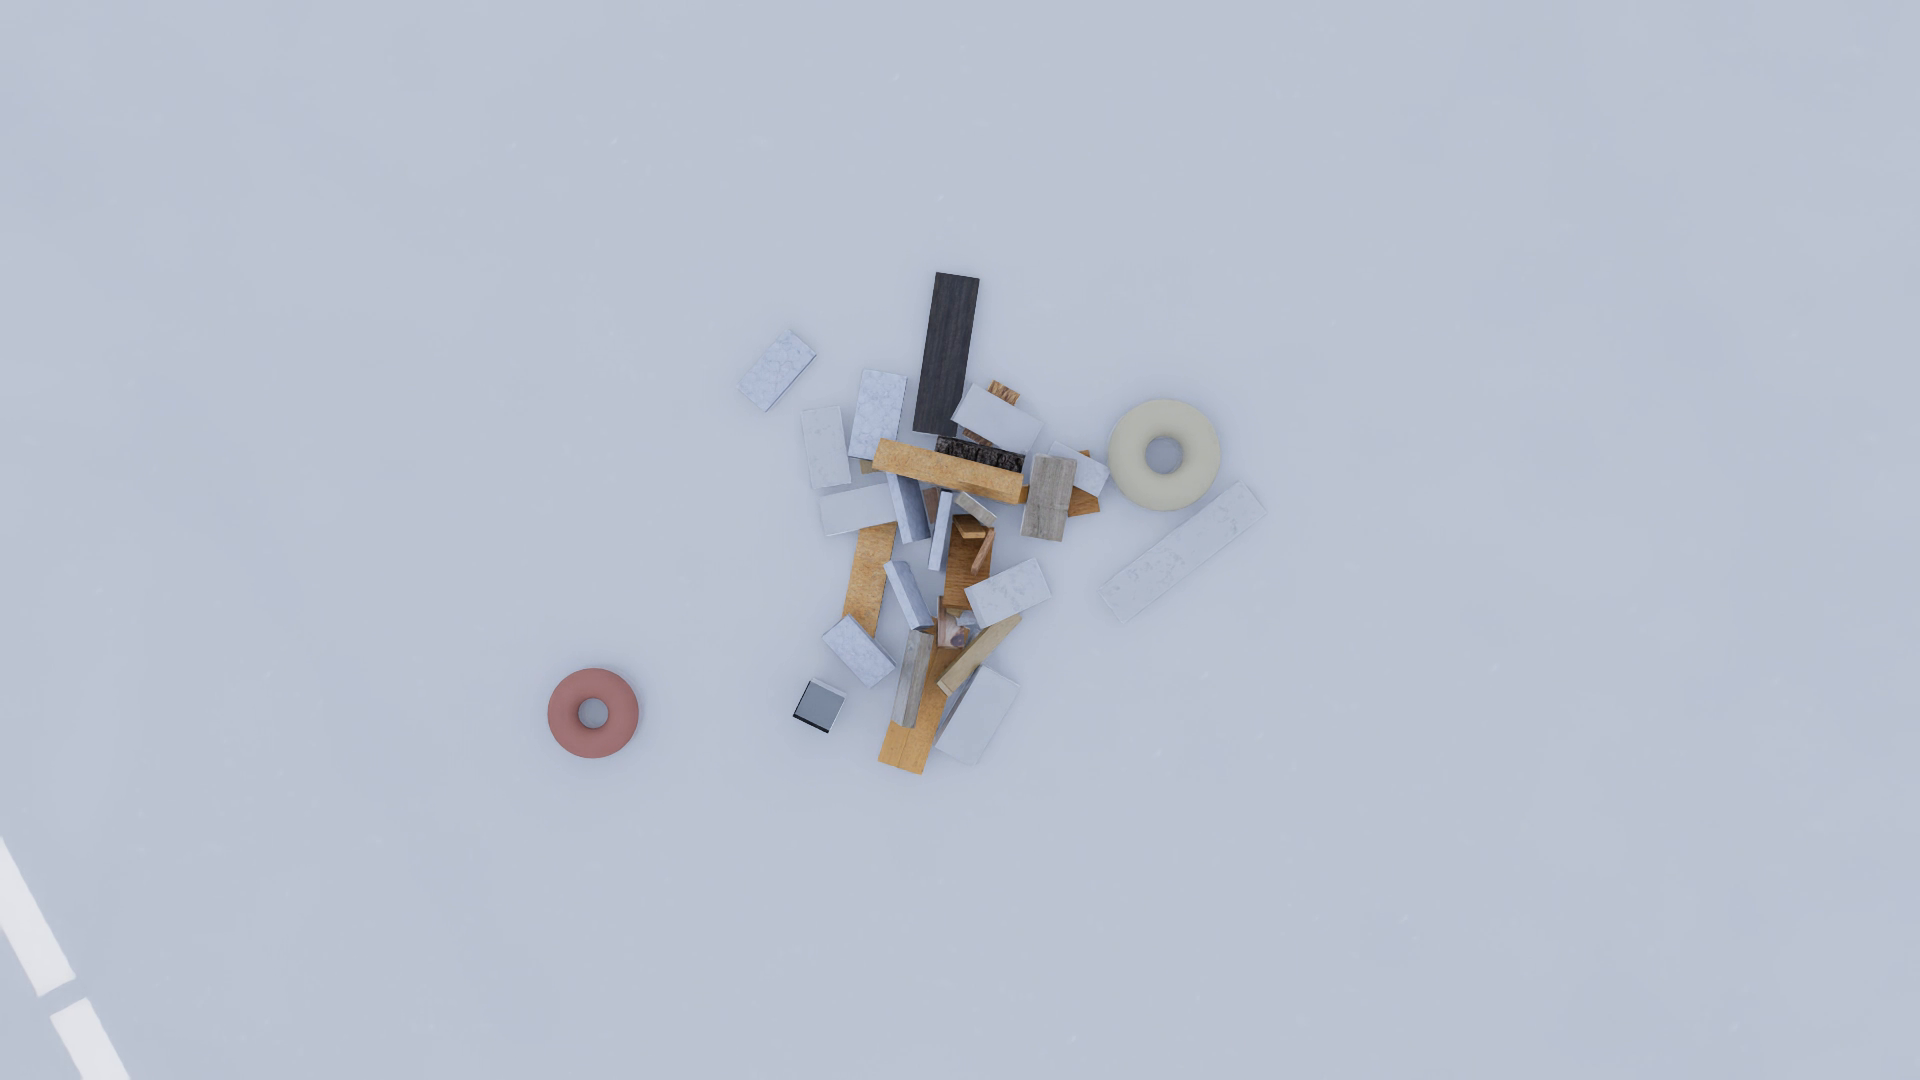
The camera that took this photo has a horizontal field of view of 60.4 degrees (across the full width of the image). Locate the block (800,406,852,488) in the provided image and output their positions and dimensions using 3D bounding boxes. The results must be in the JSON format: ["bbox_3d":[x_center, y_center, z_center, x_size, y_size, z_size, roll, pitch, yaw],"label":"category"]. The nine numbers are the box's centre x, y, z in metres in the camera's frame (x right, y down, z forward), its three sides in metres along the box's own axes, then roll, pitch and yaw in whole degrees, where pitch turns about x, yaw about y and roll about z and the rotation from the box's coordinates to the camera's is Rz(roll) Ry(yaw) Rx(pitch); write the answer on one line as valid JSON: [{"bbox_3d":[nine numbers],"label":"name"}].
[{"bbox_3d":[-0.445,-0.308,5.482,0.129,0.036,0.257,-9,90,0],"label":"block"}]

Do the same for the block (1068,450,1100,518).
[{"bbox_3d":[0.394,-0.188,5.485,0.104,0.030,0.209,-10,90,0],"label":"block"}]

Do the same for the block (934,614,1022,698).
[{"bbox_3d":[0.061,0.363,5.436,0.360,0.020,0.072,-46,120,-12],"label":"block"}]

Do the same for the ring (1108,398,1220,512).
[{"bbox_3d":[0.673,-0.280,5.439,0.373,0.124,0.373,0,91,0],"label":"ring"}]

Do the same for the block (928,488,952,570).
[{"bbox_3d":[-0.066,-0.036,5.421,0.037,0.129,0.258,10,96,-3],"label":"block"}]

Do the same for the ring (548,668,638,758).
[{"bbox_3d":[-1.212,0.573,5.451,0.300,0.100,0.300,0,90,-1],"label":"ring"}]

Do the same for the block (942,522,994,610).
[{"bbox_3d":[0.028,0.089,5.436,0.141,0.040,0.283,7,71,0],"label":"block"}]

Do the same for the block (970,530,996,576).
[{"bbox_3d":[0.075,0.042,5.394,0.020,0.072,0.144,24,72,6],"label":"block"}]

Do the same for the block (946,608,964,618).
[{"bbox_3d":[-0.001,0.207,5.426,0.047,0.013,0.094,27,70,9],"label":"block"}]

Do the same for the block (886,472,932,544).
[{"bbox_3d":[-0.170,-0.123,5.435,0.036,0.129,0.257,-13,90,29],"label":"block"}]

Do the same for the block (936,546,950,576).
[{"bbox_3d":[-0.038,0.075,5.493,0.047,0.013,0.094,27,90,0],"label":"block"}]

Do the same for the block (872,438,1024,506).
[{"bbox_3d":[-0.038,-0.225,5.373,0.485,0.129,0.037,14,126,0],"label":"block"}]

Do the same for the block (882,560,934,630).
[{"bbox_3d":[-0.168,0.181,5.416,0.033,0.118,0.236,-29,77,20],"label":"block"}]

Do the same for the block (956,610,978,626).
[{"bbox_3d":[0.021,0.194,5.452,0.088,0.025,0.175,-7,68,-4],"label":"block"}]

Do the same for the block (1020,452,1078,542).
[{"bbox_3d":[0.292,-0.140,5.434,0.139,0.039,0.277,9,108,-4],"label":"block"}]

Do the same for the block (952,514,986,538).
[{"bbox_3d":[0.028,-0.046,5.423,0.072,0.144,0.020,-1,115,-16],"label":"block"}]

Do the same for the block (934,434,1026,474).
[{"bbox_3d":[0.054,-0.241,5.453,0.294,0.042,0.147,14,112,0],"label":"block"}]

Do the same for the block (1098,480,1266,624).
[{"bbox_3d":[0.737,0.039,5.480,0.600,0.039,0.139,-38,90,0],"label":"block"}]

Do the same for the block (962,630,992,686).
[{"bbox_3d":[0.042,0.395,5.461,0.088,0.025,0.175,32,86,-32],"label":"block"}]

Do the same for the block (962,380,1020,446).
[{"bbox_3d":[0.103,-0.417,5.485,0.104,0.030,0.209,29,90,0],"label":"block"}]

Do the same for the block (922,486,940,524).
[{"bbox_3d":[-0.084,-0.116,5.492,0.058,0.016,0.116,-13,90,0],"label":"block"}]

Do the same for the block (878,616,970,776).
[{"bbox_3d":[-0.120,0.513,5.478,0.154,0.044,0.509,18,90,0],"label":"block"}]

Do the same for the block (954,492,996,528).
[{"bbox_3d":[0.052,-0.100,5.358,0.141,0.283,0.040,38,92,0],"label":"block"}]

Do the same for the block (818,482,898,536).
[{"bbox_3d":[-0.329,-0.103,5.450,0.258,0.037,0.129,-12,86,10],"label":"block"}]

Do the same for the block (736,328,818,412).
[{"bbox_3d":[-0.610,-0.563,5.482,0.129,0.036,0.257,41,90,0],"label":"block"}]

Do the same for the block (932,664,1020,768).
[{"bbox_3d":[0.053,0.580,5.457,0.154,0.044,0.309,31,90,-17],"label":"block"}]

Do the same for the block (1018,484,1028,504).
[{"bbox_3d":[0.218,-0.153,5.457,0.116,0.016,0.058,-5,113,-26],"label":"block"}]

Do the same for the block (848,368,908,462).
[{"bbox_3d":[-0.273,-0.408,5.468,0.147,0.042,0.294,10,86,0],"label":"block"}]

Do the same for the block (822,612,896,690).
[{"bbox_3d":[-0.333,0.367,5.451,0.118,0.033,0.236,-39,100,13],"label":"block"}]

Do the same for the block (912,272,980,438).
[{"bbox_3d":[-0.046,-0.613,5.479,0.147,0.042,0.533,9,90,0],"label":"block"}]

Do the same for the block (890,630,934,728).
[{"bbox_3d":[-0.155,0.448,5.376,0.044,0.154,0.309,12,90,-16],"label":"block"}]

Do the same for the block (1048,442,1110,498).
[{"bbox_3d":[0.384,-0.234,5.456,0.209,0.030,0.104,27,90,0],"label":"block"}]

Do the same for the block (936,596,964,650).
[{"bbox_3d":[-0.031,0.273,5.444,0.088,0.025,0.175,3,66,-7],"label":"block"}]

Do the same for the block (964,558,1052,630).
[{"bbox_3d":[0.159,0.173,5.406,0.283,0.040,0.141,-23,90,-33],"label":"block"}]

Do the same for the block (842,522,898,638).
[{"bbox_3d":[-0.299,0.097,5.483,0.118,0.033,0.530,12,90,0],"label":"block"}]

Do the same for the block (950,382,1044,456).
[{"bbox_3d":[0.123,-0.391,5.444,0.277,0.039,0.139,28,90,-15],"label":"block"}]

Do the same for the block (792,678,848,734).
[{"bbox_3d":[-0.460,0.545,5.435,0.129,0.129,0.129,26,90,0],"label":"block"}]

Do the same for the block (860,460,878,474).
[{"bbox_3d":[-0.307,-0.280,5.492,0.058,0.016,0.116,-9,90,0],"label":"block"}]
